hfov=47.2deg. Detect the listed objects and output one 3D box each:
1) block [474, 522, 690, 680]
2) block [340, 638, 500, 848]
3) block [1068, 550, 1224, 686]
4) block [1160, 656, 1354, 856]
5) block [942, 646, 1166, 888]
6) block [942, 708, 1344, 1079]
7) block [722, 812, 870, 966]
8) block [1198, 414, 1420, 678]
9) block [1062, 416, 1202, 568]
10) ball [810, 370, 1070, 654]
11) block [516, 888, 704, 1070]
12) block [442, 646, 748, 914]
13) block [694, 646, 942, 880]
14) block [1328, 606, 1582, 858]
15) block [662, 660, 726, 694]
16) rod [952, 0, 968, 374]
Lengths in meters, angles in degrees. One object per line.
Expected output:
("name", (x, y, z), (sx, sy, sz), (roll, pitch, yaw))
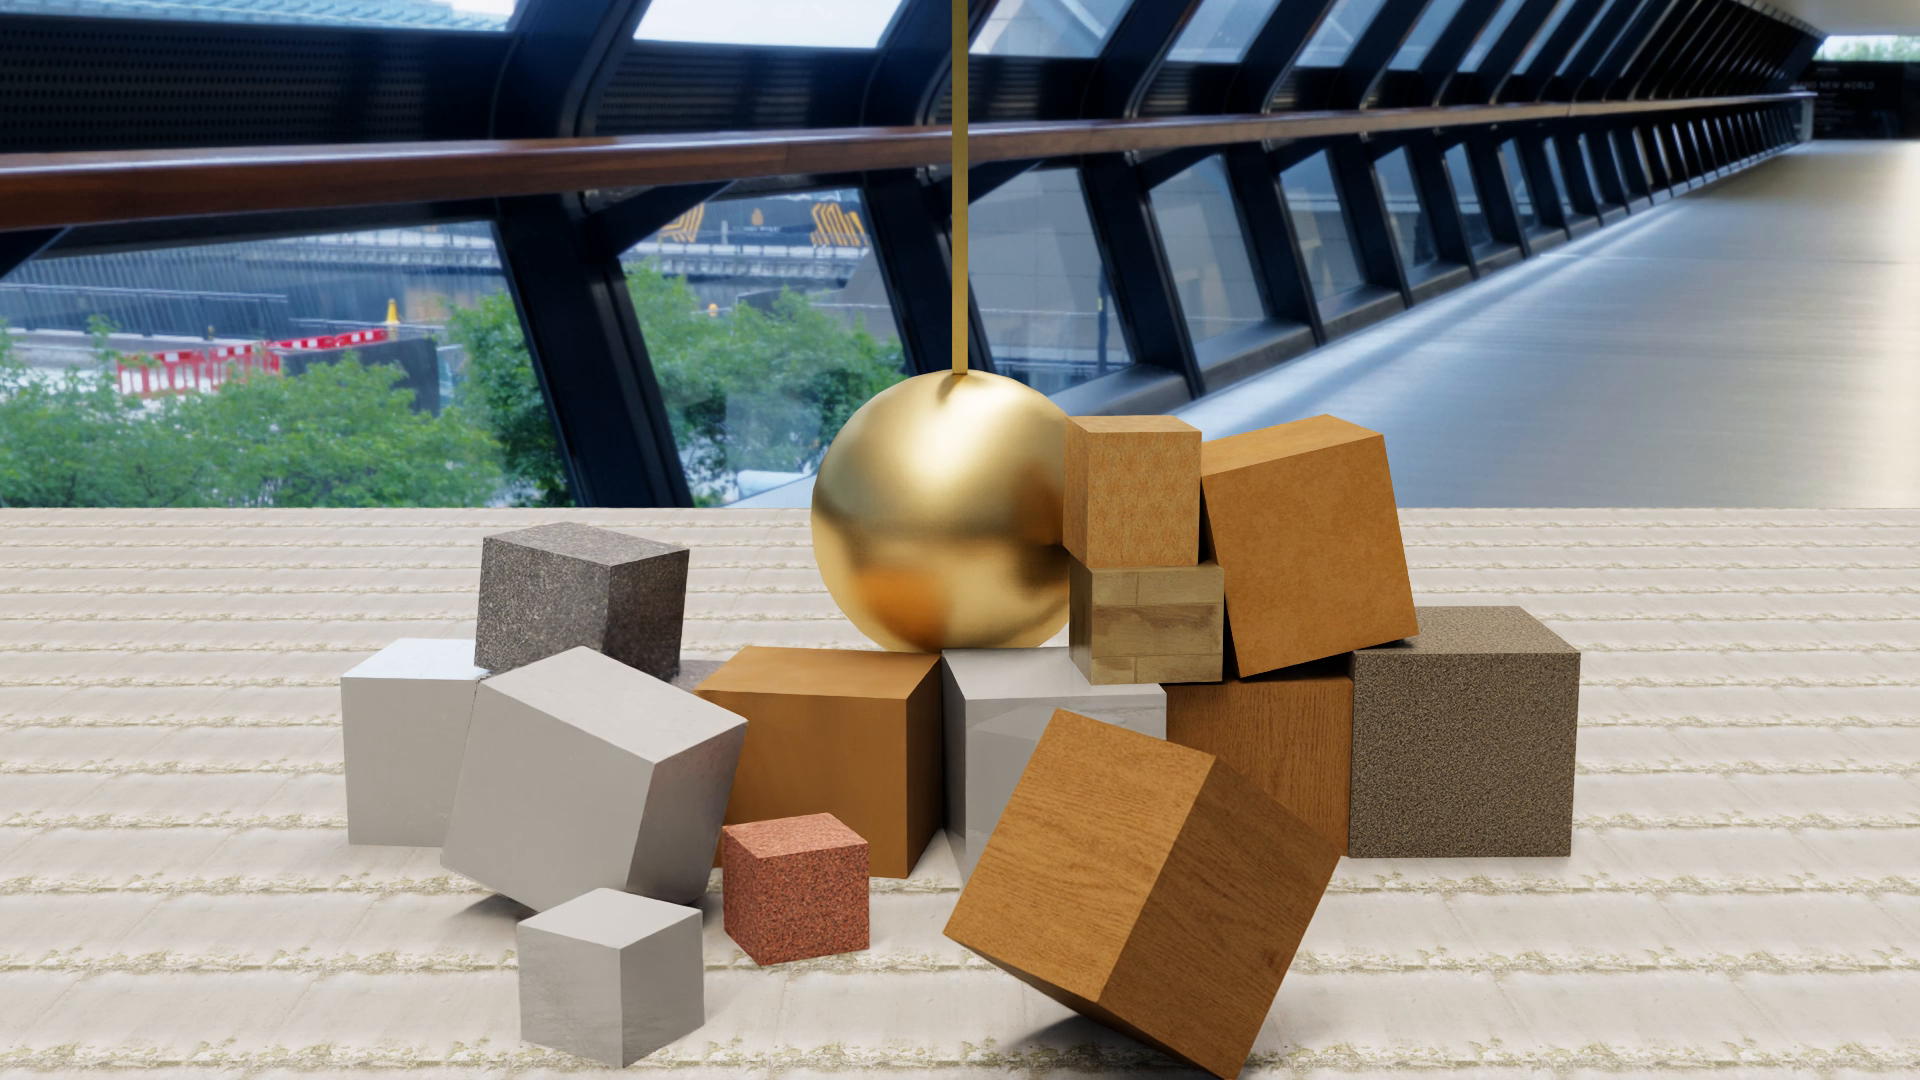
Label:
("block", (-1.911, 0.339, 11.130), (0.771, 0.668, 0.688), (12, 12, 25))
("block", (-2.612, 1.040, 11.409), (0.871, 0.872, 0.864), (1, 10, 5))
("block", (0.909, 0.366, 10.833), (0.642, 0.549, 0.606), (-1, 10, -7))
("block", (1.403, 1.052, 11.304), (0.989, 0.886, 1.000), (-1, 10, -3))
("block", (0.440, 1.100, 10.919), (0.956, 0.928, 1.031), (-1, 10, -7))
("block", (0.705, 1.356, 8.463), (0.866, 0.985, 0.884), (37, -15, -37))
("block", (-0.731, 1.539, 9.744), (0.511, 0.486, 0.486), (-5, 11, -24))
("block", (1.649, 0.004, 11.154), (0.915, 1.016, 0.961), (-13, 11, -5))
("block", (0.839, -0.247, 10.822), (0.550, 0.656, 0.572), (-1, 11, -9))
("ball", (0.000, -0.109, 11.738), (1.600, 1.600, 1.600), (0, 10, 0))
("block", (-1.381, 1.725, 8.722), (0.524, 0.484, 0.502), (6, 12, 31))
("block", (-1.664, 1.149, 10.062), (0.944, 0.911, 0.792), (22, 18, 20))
("block", (-0.688, 1.093, 11.059), (1.047, 0.892, 0.953), (2, 10, 10))
("block", (2.465, 0.965, 11.355), (1.105, 1.038, 1.105), (0, 10, -1))
("block", (-1.674, 1.100, 11.314), (0.964, 0.788, 0.927), (2, 10, 9))
("rod", (0.000, -3.382, 10.816), (0.080, 5.200, 0.080), (0, 16, 0))
